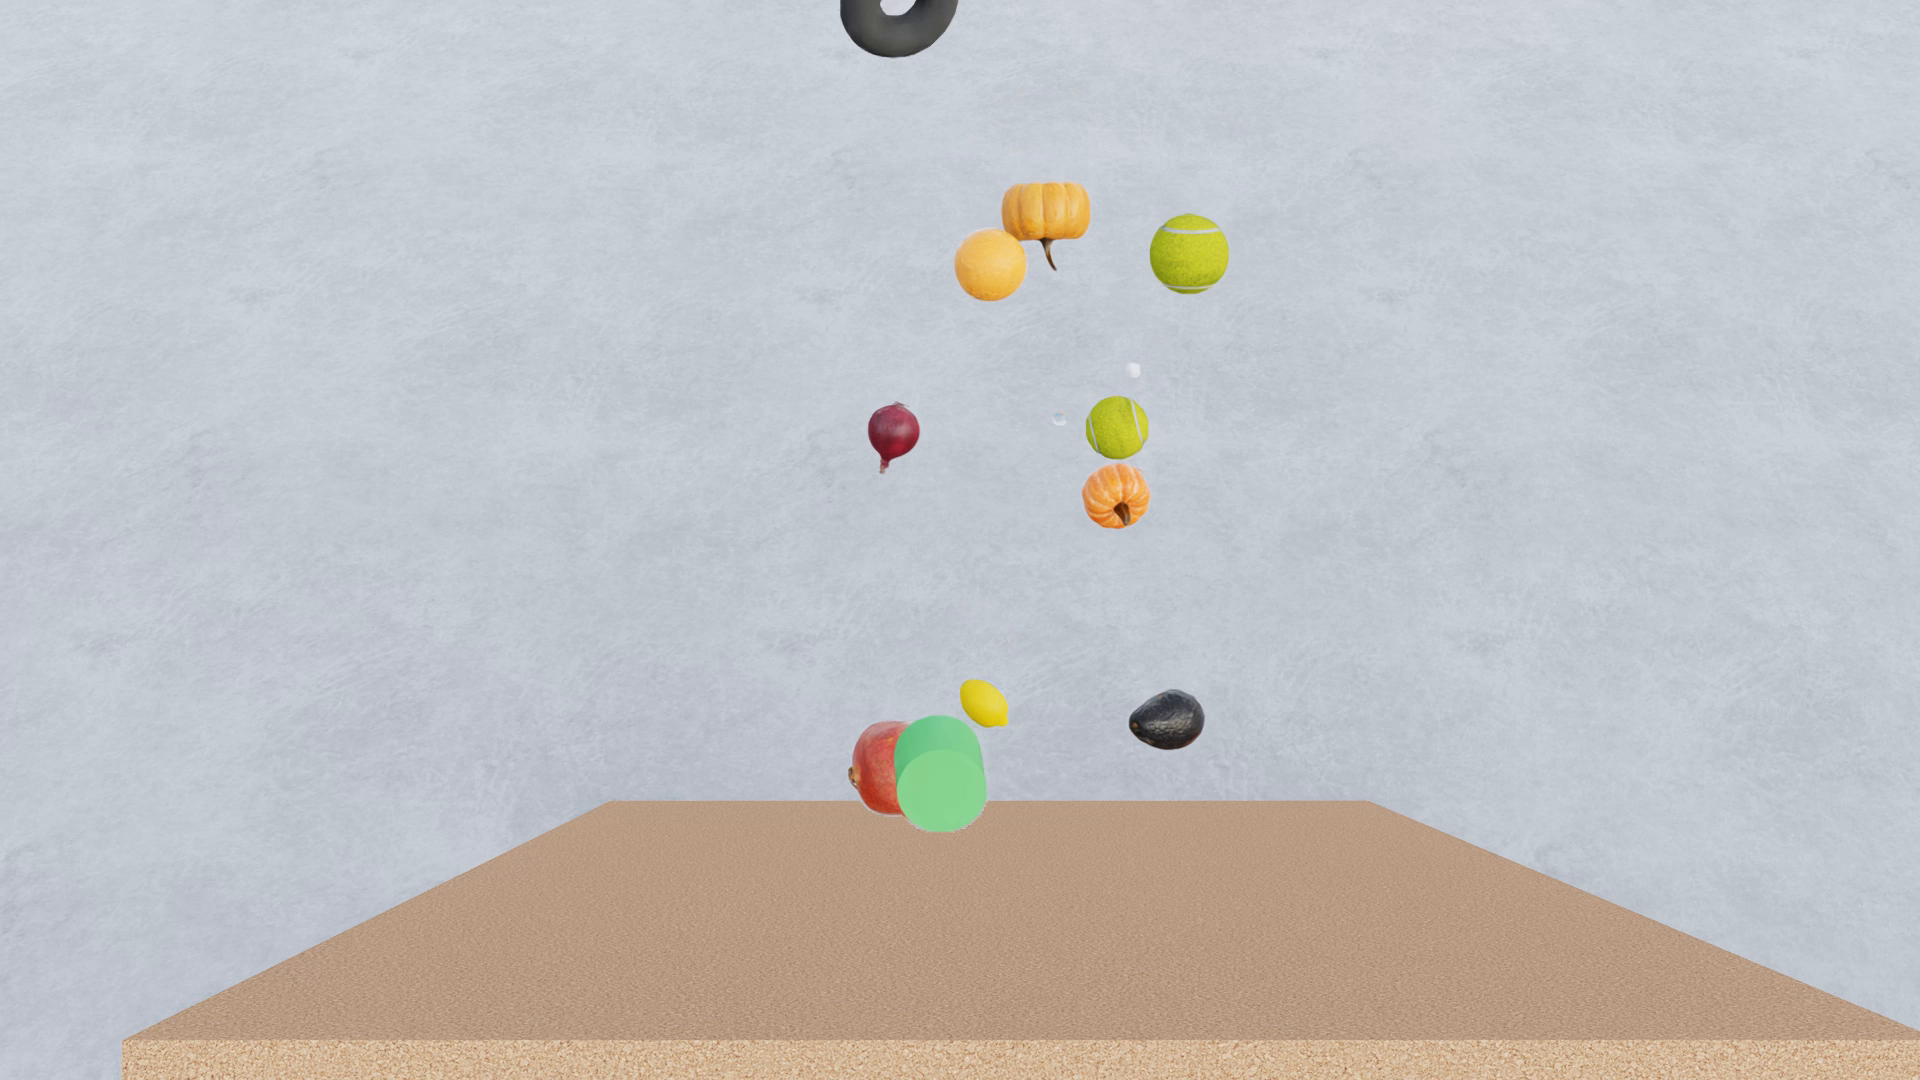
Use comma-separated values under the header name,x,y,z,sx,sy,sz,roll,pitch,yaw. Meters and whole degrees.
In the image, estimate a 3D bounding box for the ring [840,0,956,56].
name,x,y,z,sx,sy,sz,roll,pitch,yaw
ring,-0.052,-0.468,2.247,0.108,0.108,0.036,-12,40,-17

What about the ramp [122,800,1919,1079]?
name,x,y,z,sx,sy,sz,roll,pitch,yaw
ramp,0.078,0.669,4.855,2.000,0.100,4.000,0,-2,0
